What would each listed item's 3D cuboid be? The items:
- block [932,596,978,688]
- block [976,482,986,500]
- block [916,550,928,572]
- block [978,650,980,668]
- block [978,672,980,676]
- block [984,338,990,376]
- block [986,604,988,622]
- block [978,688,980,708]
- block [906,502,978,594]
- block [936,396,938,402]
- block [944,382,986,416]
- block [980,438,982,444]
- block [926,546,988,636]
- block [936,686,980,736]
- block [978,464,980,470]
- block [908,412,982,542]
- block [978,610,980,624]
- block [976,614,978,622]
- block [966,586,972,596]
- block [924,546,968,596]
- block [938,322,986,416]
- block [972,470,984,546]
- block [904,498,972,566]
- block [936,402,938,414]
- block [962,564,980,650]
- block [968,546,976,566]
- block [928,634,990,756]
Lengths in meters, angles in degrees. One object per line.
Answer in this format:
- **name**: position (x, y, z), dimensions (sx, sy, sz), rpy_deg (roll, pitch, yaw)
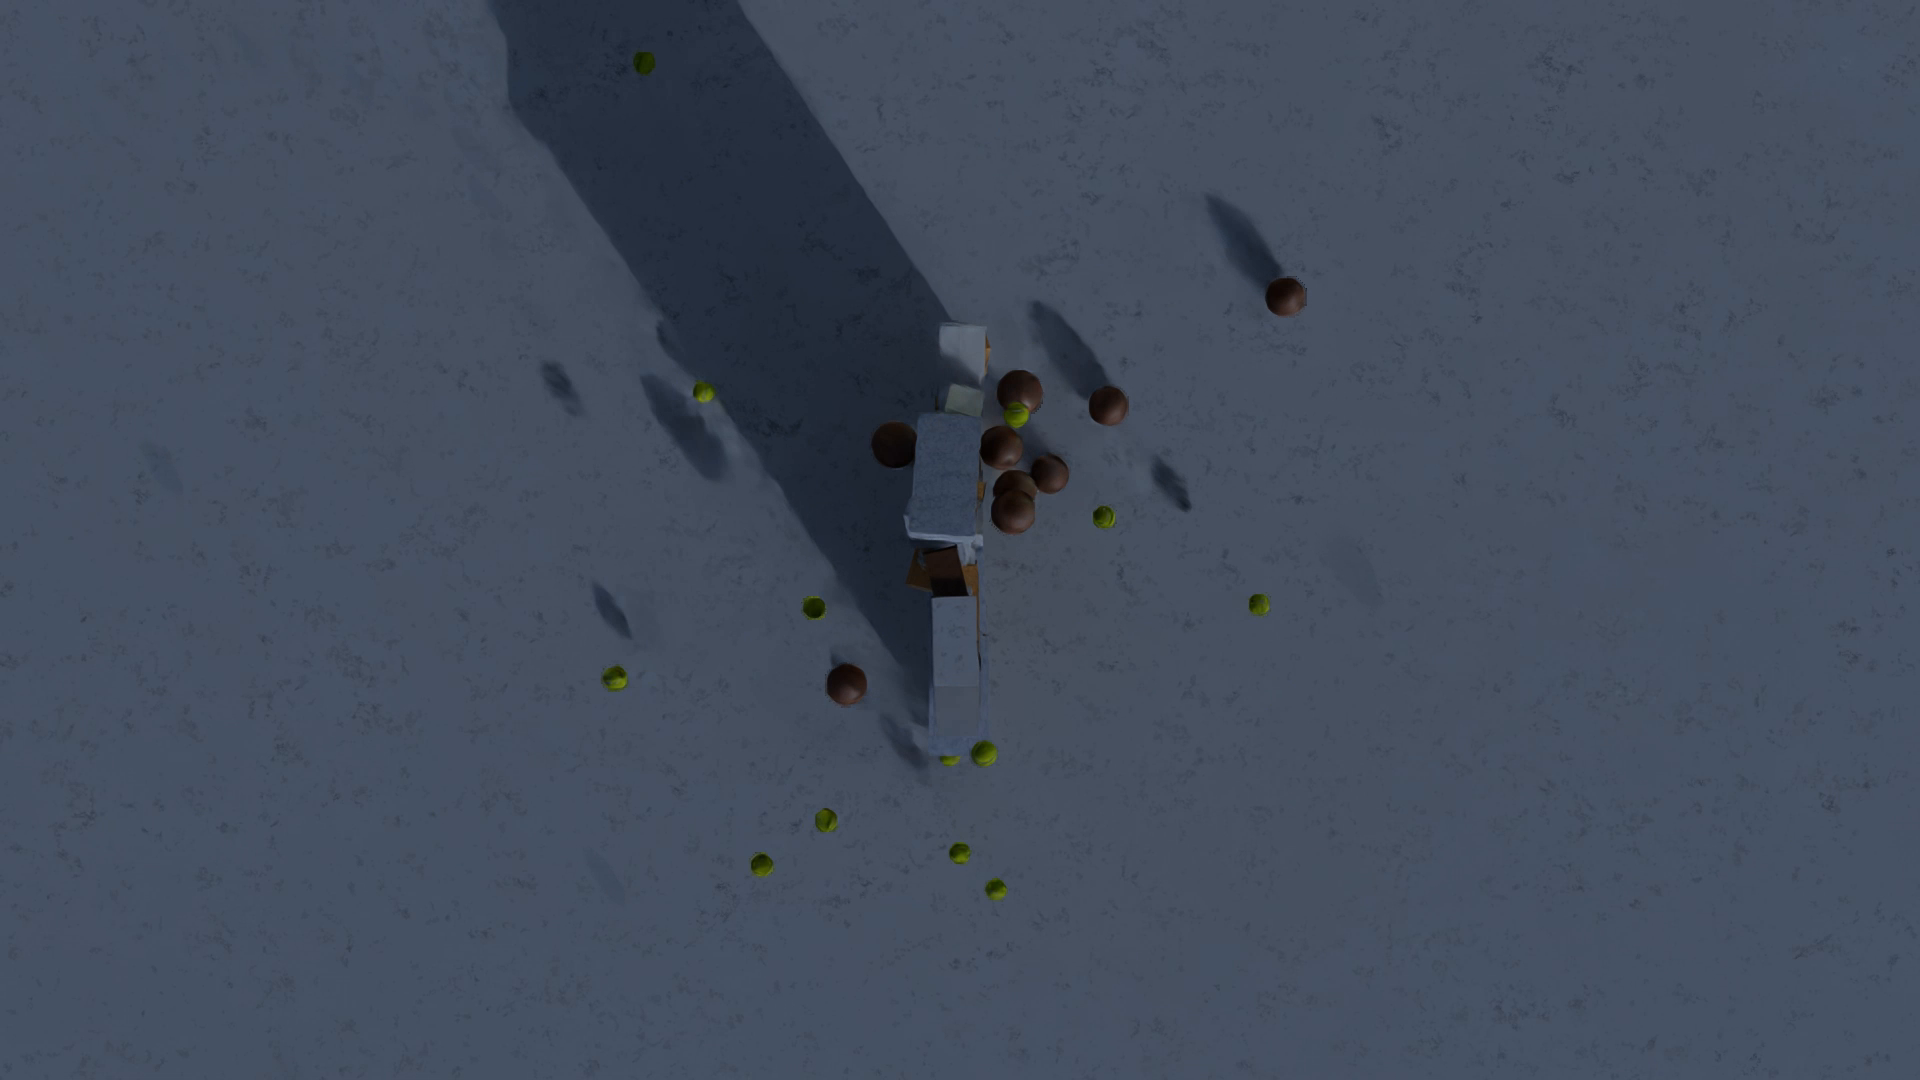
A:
- **block**: position (-0.012, 0.258, 4.213), dimensions (0.114, 0.032, 0.229), rpy_deg (-2, 90, 0)
- **block**: position (-0.014, -0.145, 4.422), dimensions (0.161, 0.549, 0.046), rpy_deg (10, 92, 1)
- **block**: position (-0.064, 0.065, 4.324), dimensions (0.086, 0.171, 0.024), rpy_deg (18, 80, 6)
- **block**: position (-0.004, 0.308, 4.610), dimensions (0.117, 0.233, 0.033), rpy_deg (-1, 103, 0)
- **block**: position (-0.008, 0.355, 4.345), dimensions (0.114, 0.229, 0.032), rpy_deg (-1, 78, 0)
- **block**: position (0.019, -0.559, 5.216), dimensions (0.135, 0.563, 0.038), rpy_deg (-18, 87, -1)
- **block**: position (-0.005, 0.214, 4.949), dimensions (0.172, 0.344, 0.049), rpy_deg (0, 90, 1)
- **block**: position (-0.005, 0.436, 4.610), dimensions (0.117, 0.233, 0.033), rpy_deg (5, 91, 0)
- **block**: position (-0.047, 0.013, 4.451), dimensions (0.132, 0.037, 0.265), rpy_deg (14, 74, 5)
- **block**: position (-0.014, -0.440, 5.372), dimensions (0.128, 0.257, 0.036), rpy_deg (-2, 90, 0)
- **block**: position (0.007, -0.369, 4.794), dimensions (0.107, 0.213, 0.030), rpy_deg (14, 133, -2)
- **block**: position (-0.005, -0.305, 5.072), dimensions (0.135, 0.270, 0.038), rpy_deg (0, 90, 0)
- **block**: position (-0.015, 0.100, 4.753), dimensions (0.172, 0.049, 0.344), rpy_deg (-3, 90, 1)
- **block**: position (-0.008, 0.414, 4.477), dimensions (0.117, 0.033, 0.233), rpy_deg (-1, 91, 0)
- **block**: position (-0.006, -0.212, 4.918), dimensions (0.135, 0.038, 0.270), rpy_deg (0, 90, 0)
- **block**: position (-0.036, -0.158, 4.122), dimensions (0.161, 0.046, 0.321), rpy_deg (4, 71, -1)
- **block**: position (-0.002, 0.230, 4.614), dimensions (0.114, 0.229, 0.032), rpy_deg (-3, 104, 1)
- **block**: position (-0.011, 0.218, 4.348), dimensions (0.114, 0.236, 0.032), rpy_deg (-7, 86, 1)
- **block**: position (-0.009, 0.154, 4.360), dimensions (0.086, 0.212, 0.024), rpy_deg (-4, 78, 1)
- **block**: position (-0.031, 0.105, 4.230), dimensions (0.085, 0.024, 0.171), rpy_deg (-12, 106, 3)
- **block**: position (0.005, -0.504, 4.883), dimensions (0.135, 0.038, 0.270), rpy_deg (1, 107, -2)
- **block**: position (0.000, -0.095, 4.696), dimensions (0.132, 0.434, 0.037), rpy_deg (0, 117, 0)
- **block**: position (-0.055, -0.016, 4.272), dimensions (0.161, 0.321, 0.046), rpy_deg (20, 77, 7)
- **block**: position (-0.003, -0.406, 5.069), dimensions (0.135, 0.270, 0.038), rpy_deg (-2, 83, -1)
- **block**: position (-0.006, 0.183, 4.483), dimensions (0.114, 0.032, 0.229), rpy_deg (-1, 90, 1)
- **block**: position (-0.022, 0.012, 4.597), dimensions (0.132, 0.265, 0.037), rpy_deg (0, 107, 1)
- **block**: position (-0.002, 0.448, 4.751), dimensions (0.173, 0.049, 0.346), rpy_deg (-1, 90, 0)
